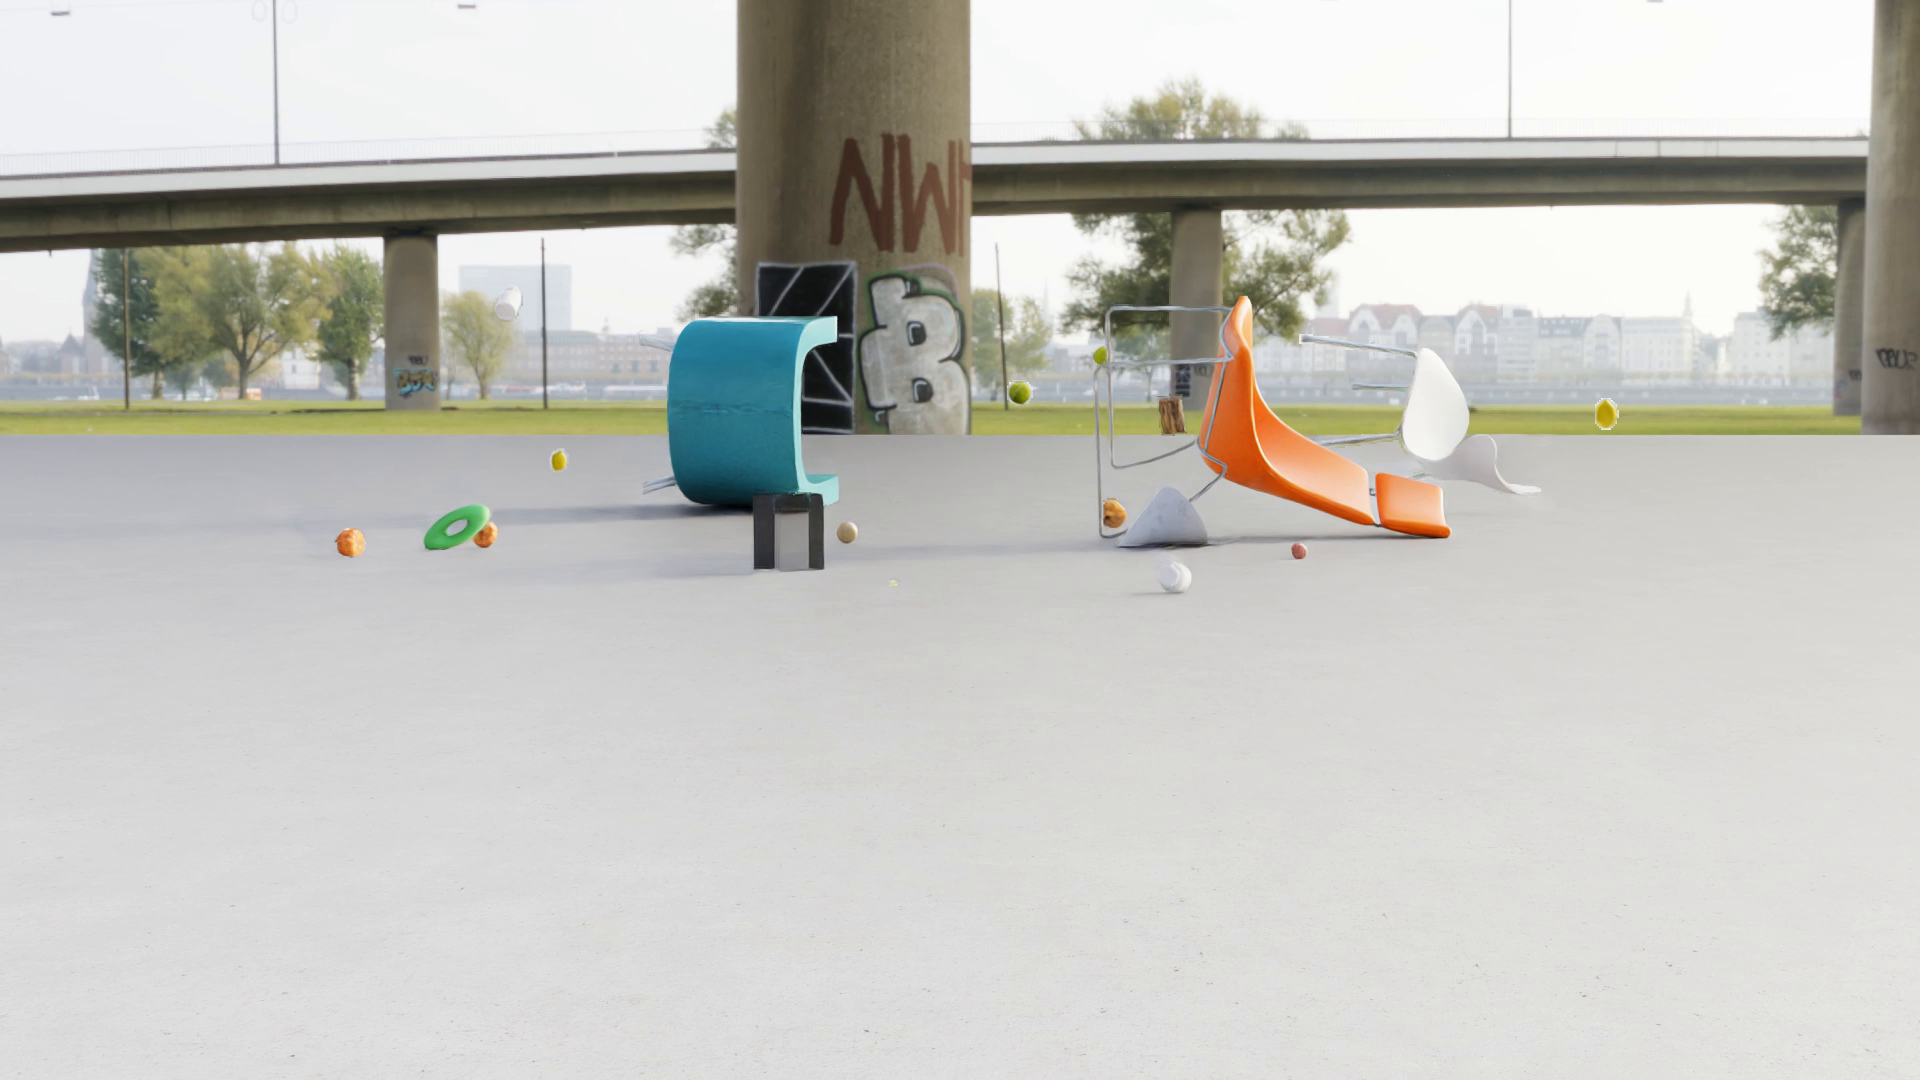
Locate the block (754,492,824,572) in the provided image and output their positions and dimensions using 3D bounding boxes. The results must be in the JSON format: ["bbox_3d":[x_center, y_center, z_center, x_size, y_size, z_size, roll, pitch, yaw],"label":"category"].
[{"bbox_3d":[-0.425,-0.020,5.461,0.136,0.189,0.109,-3,5,-41],"label":"block"}]

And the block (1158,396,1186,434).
[{"bbox_3d":[0.641,-0.377,6.644,0.066,0.102,0.038,-7,19,9],"label":"block"}]

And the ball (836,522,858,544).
[{"bbox_3d":[-0.329,-0.022,6.404,0.064,0.064,0.064,0,4,0],"label":"ball"}]

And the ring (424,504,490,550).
[{"bbox_3d":[-1.407,-0.035,6.149,0.208,0.091,0.069,-30,9,1],"label":"ring"}]

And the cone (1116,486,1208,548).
[{"bbox_3d":[0.540,-0.024,6.266,0.234,0.158,0.238,-25,46,-21],"label":"cone"}]
